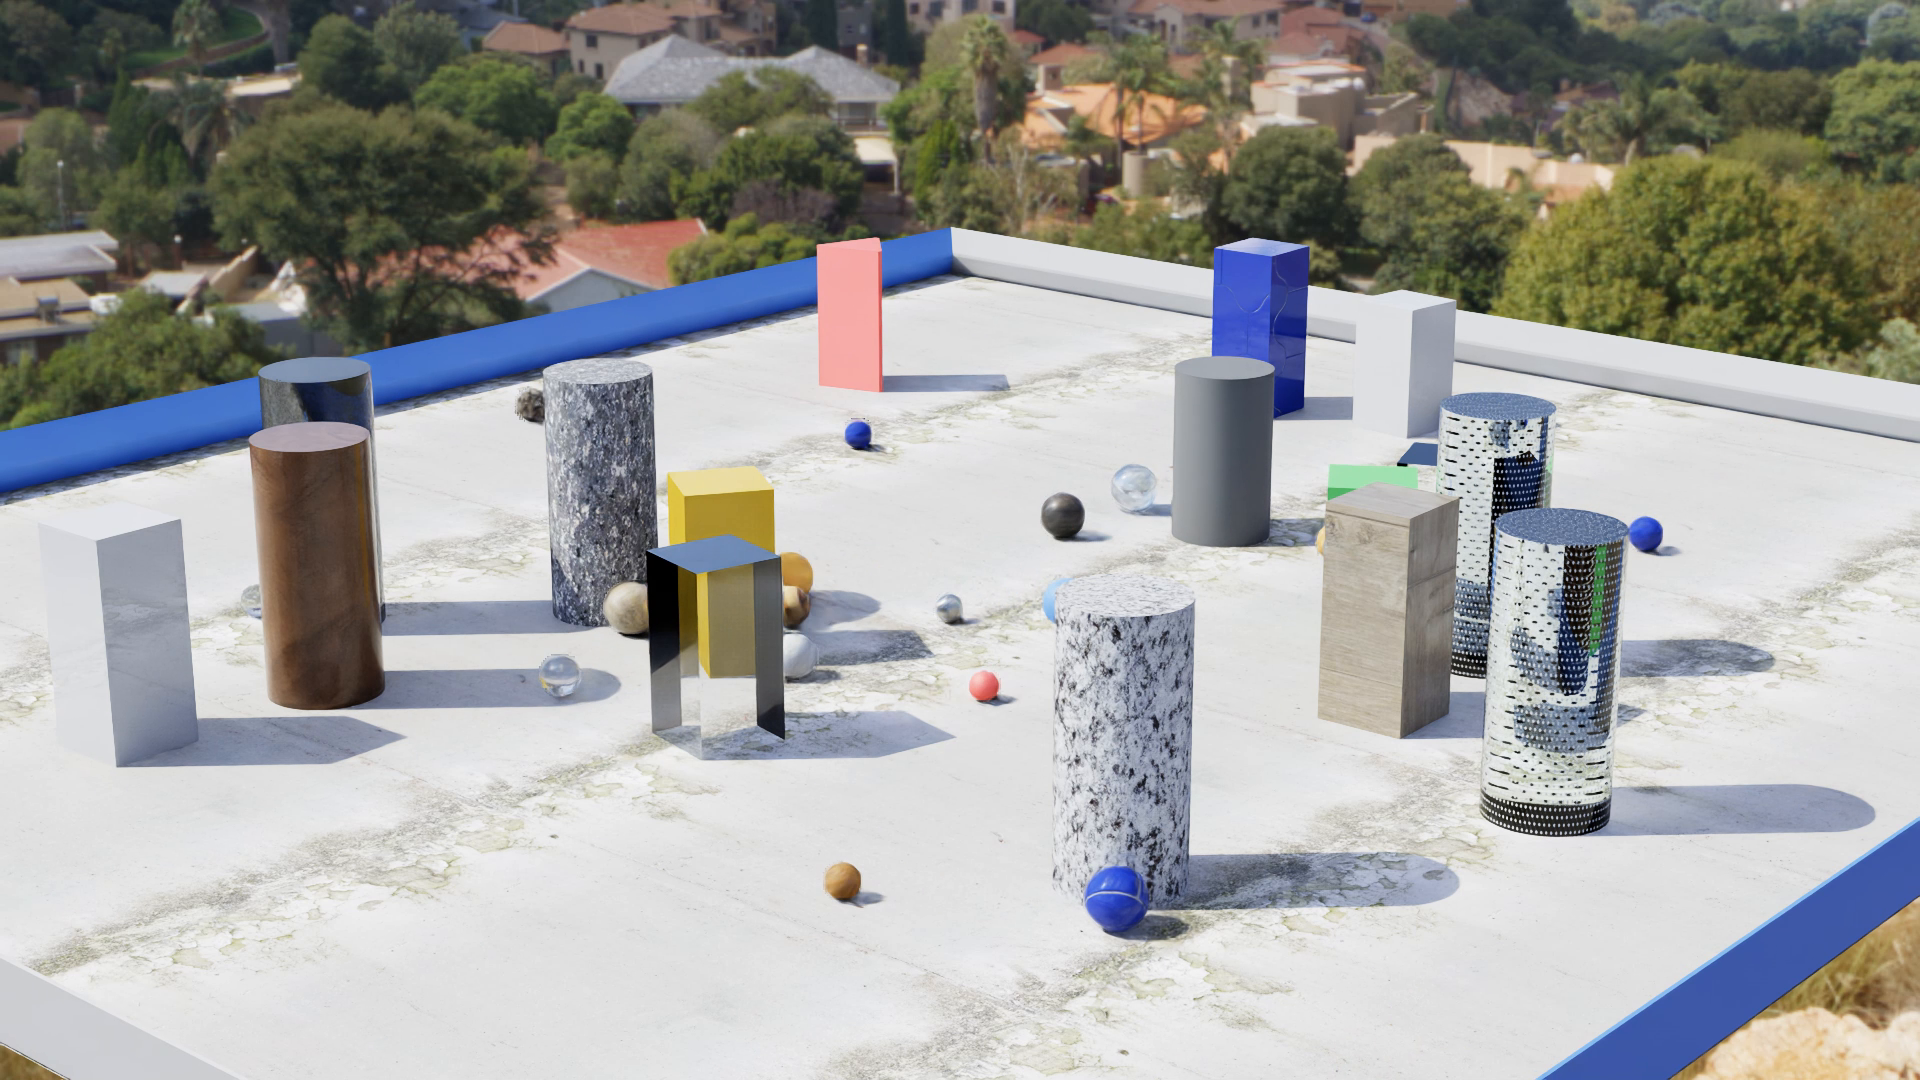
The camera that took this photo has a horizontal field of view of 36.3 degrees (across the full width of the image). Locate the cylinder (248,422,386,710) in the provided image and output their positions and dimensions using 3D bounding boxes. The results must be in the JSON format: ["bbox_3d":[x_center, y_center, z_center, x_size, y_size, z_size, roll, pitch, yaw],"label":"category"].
[{"bbox_3d":[-1.003,0.039,4.581,0.183,0.416,0.183,0,17,0],"label":"cylinder"}]

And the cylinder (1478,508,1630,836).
[{"bbox_3d":[0.828,0.183,4.093,0.183,0.423,0.183,0,17,0],"label":"cylinder"}]

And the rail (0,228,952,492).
[{"bbox_3d":[-1.360,-0.312,6.251,0.045,0.119,4.131,14,22,39],"label":"rail"}]

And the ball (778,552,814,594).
[{"bbox_3d":[-0.296,0.064,5.064,0.088,0.088,0.088,0,17,0],"label":"ball"}]

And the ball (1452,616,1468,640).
[{"bbox_3d":[0.823,0.146,4.875,0.041,0.041,0.041,0,17,0],"label":"ball"}]

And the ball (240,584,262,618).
[{"bbox_3d":[-1.196,0.104,4.989,0.056,0.056,0.056,0,17,0],"label":"ball"}]

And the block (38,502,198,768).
[{"bbox_3d":[-1.252,0.138,4.368,0.146,0.350,0.146,14,22,38],"label":"block"}]

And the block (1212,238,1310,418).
[{"bbox_3d":[0.645,-0.455,6.316,0.146,0.357,0.146,13,21,37],"label":"block"}]

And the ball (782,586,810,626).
[{"bbox_3d":[-0.286,0.111,4.943,0.068,0.068,0.068,0,17,0],"label":"ball"}]

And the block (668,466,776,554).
[{"bbox_3d":[-0.389,0.042,4.789,0.146,0.289,0.146,-5,17,-15],"label":"block"}]

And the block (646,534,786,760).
[{"bbox_3d":[-0.366,0.159,4.402,0.146,0.290,0.146,-12,20,-34],"label":"block"}]

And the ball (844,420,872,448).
[{"bbox_3d":[-0.209,-0.217,6.045,0.058,0.058,0.058,0,17,0],"label":"ball"}]

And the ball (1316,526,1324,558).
[{"bbox_3d":[0.679,0.004,5.284,0.075,0.075,0.075,0,17,0],"label":"ball"}]

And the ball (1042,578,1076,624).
[{"bbox_3d":[0.179,0.105,4.899,0.084,0.084,0.084,0,17,0],"label":"ball"}]

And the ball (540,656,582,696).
[{"bbox_3d":[-0.628,0.214,4.613,0.063,0.063,0.063,0,17,0],"label":"ball"}]

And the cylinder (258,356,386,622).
[{"bbox_3d":[-1.068,-0.073,4.918,0.183,0.436,0.183,0,17,0],"label":"cylinder"}]

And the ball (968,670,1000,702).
[{"bbox_3d":[0.038,0.229,4.591,0.048,0.048,0.048,0,17,0],"label":"ball"}]

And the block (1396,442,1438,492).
[{"bbox_3d":[0.840,-0.026,5.085,0.146,0.248,0.146,6,18,19],"label":"block"}]

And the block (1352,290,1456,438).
[{"bbox_3d":[0.937,-0.372,6.184,0.146,0.274,0.146,-15,22,-41],"label":"block"}]

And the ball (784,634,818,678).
[{"bbox_3d":[-0.265,0.185,4.693,0.072,0.072,0.072,0,17,0],"label":"ball"}]

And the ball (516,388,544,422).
[{"bbox_3d":[-0.910,-0.287,6.254,0.071,0.071,0.071,0,17,0],"label":"ball"}]

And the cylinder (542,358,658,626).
[{"bbox_3d":[-0.606,-0.081,4.970,0.183,0.422,0.183,0,17,0],"label":"cylinder"}]

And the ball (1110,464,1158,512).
[{"bbox_3d":[0.332,-0.100,5.600,0.091,0.091,0.091,0,17,0],"label":"ball"}]

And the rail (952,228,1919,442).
[{"bbox_3d":[1.339,-0.417,6.597,3.649,0.119,0.045,14,22,39],"label":"rail"}]

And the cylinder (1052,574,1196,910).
[{"bbox_3d":[0.214,0.264,3.856,0.183,0.405,0.183,0,17,0],"label":"cylinder"}]

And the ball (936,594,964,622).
[{"bbox_3d":[-0.018,0.115,4.963,0.049,0.049,0.049,0,17,0],"label":"ball"}]

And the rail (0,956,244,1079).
[{"bbox_3d":[-1.339,0.477,3.646,3.649,0.119,0.045,14,22,39],"label":"rail"}]

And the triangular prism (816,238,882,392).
[{"bbox_3d":[-0.216,-0.508,6.556,0.158,0.318,0.137,8,19,25],"label":"triangular prism"}]

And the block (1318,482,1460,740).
[{"bbox_3d":[0.654,0.105,4.480,0.146,0.348,0.146,13,21,37],"label":"block"}]

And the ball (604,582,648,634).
[{"bbox_3d":[-0.549,0.114,4.901,0.088,0.088,0.088,0,17,0],"label":"ball"}]

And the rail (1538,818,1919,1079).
[{"bbox_3d":[1.360,0.372,3.991,0.045,0.119,4.131,14,22,39],"label":"rail"}]

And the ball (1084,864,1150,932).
[{"bbox_3d":[0.202,0.460,3.765,0.084,0.084,0.084,0,17,0],"label":"ball"}]

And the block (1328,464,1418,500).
[{"bbox_3d":[0.685,0.022,4.899,0.146,0.264,0.146,2,17,8],"label":"block"}]

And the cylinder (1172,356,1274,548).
[{"bbox_3d":[0.486,-0.164,5.424,0.183,0.317,0.183,0,17,0],"label":"cylinder"}]

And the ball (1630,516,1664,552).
[{"bbox_3d":[1.252,-0.011,5.354,0.064,0.064,0.064,0,17,0],"label":"ball"}]

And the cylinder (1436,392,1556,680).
[{"bbox_3d":[0.854,-0.008,4.716,0.183,0.428,0.183,0,17,0],"label":"cylinder"}]

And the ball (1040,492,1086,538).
[{"bbox_3d":[0.191,-0.046,5.435,0.084,0.084,0.084,0,17,0],"label":"ball"}]

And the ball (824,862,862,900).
[{"bbox_3d":[-0.154,0.449,3.860,0.049,0.049,0.049,0,17,0],"label":"ball"}]
